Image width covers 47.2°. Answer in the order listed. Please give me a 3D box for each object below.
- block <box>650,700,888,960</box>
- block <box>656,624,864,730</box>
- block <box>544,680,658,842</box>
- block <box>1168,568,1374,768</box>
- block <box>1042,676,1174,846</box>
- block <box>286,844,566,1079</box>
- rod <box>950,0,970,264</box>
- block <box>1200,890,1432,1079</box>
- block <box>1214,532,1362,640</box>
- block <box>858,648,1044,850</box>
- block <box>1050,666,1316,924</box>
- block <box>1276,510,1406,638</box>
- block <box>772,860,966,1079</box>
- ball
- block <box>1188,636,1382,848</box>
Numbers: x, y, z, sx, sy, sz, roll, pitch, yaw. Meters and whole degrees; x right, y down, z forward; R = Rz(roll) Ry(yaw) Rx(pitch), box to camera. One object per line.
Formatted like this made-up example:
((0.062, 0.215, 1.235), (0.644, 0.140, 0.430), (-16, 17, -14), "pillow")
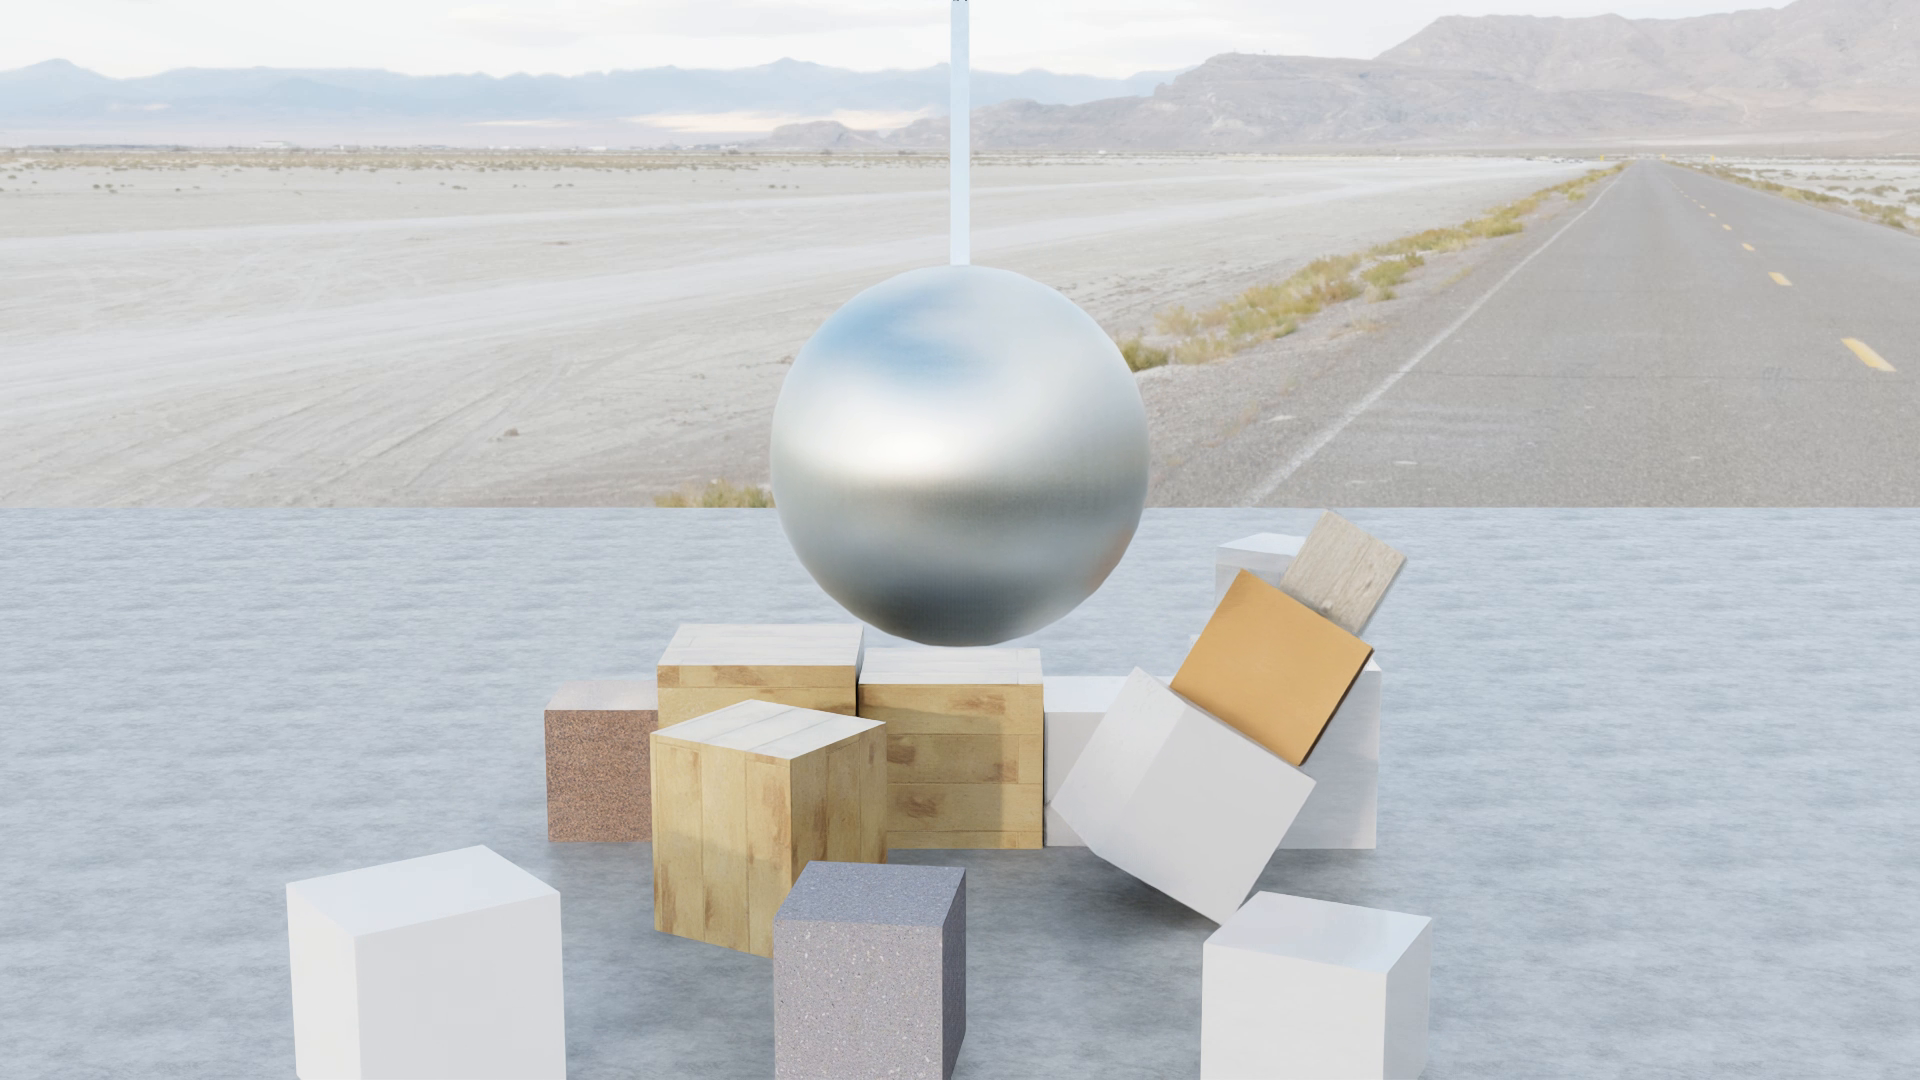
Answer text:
((-0.853, 1.289, 9.914), (0.776, 0.916, 0.720), (7, 12, 32), "block")
((-1.000, 1.005, 11.346), (0.974, 0.963, 0.936), (0, 10, 0), "block")
((-1.792, 1.137, 11.384), (0.590, 0.691, 0.608), (0, 10, 0), "block")
((1.491, 0.615, 10.460), (0.696, 0.652, 0.685), (32, 2, 12), "block")
((0.813, 1.134, 11.385), (0.781, 0.696, 0.742), (0, 10, 0), "block")
((-2.003, 1.670, 8.256), (0.788, 0.761, 0.691), (-7, 13, -35), "block")
((0.000, -3.716, 9.677), (0.080, 5.200, 0.080), (0, -8, 0), "rod")
((1.344, 1.751, 8.267), (0.686, 0.598, 0.638), (5, 11, 26), "block")
((1.683, 0.299, 11.241), (0.589, 0.552, 0.495), (8, 13, 36), "block")
((-0.041, 1.062, 11.344), (0.916, 0.853, 0.774), (0, 10, 1), "block")
((1.018, 1.174, 10.174), (0.737, 0.777, 0.754), (31, 2, -16), "block")
((1.838, 0.173, 10.596), (0.436, 0.455, 0.401), (32, 2, 13), "block")
((-0.332, 1.677, 8.420), (0.628, 0.687, 0.670), (1, 10, 7), "block")
((0.000, -0.349, 9.208), (1.600, 1.600, 1.600), (0, 10, 0), "ball")
((1.651, 1.027, 11.348), (0.872, 0.919, 0.792), (0, 10, 0), "block")
